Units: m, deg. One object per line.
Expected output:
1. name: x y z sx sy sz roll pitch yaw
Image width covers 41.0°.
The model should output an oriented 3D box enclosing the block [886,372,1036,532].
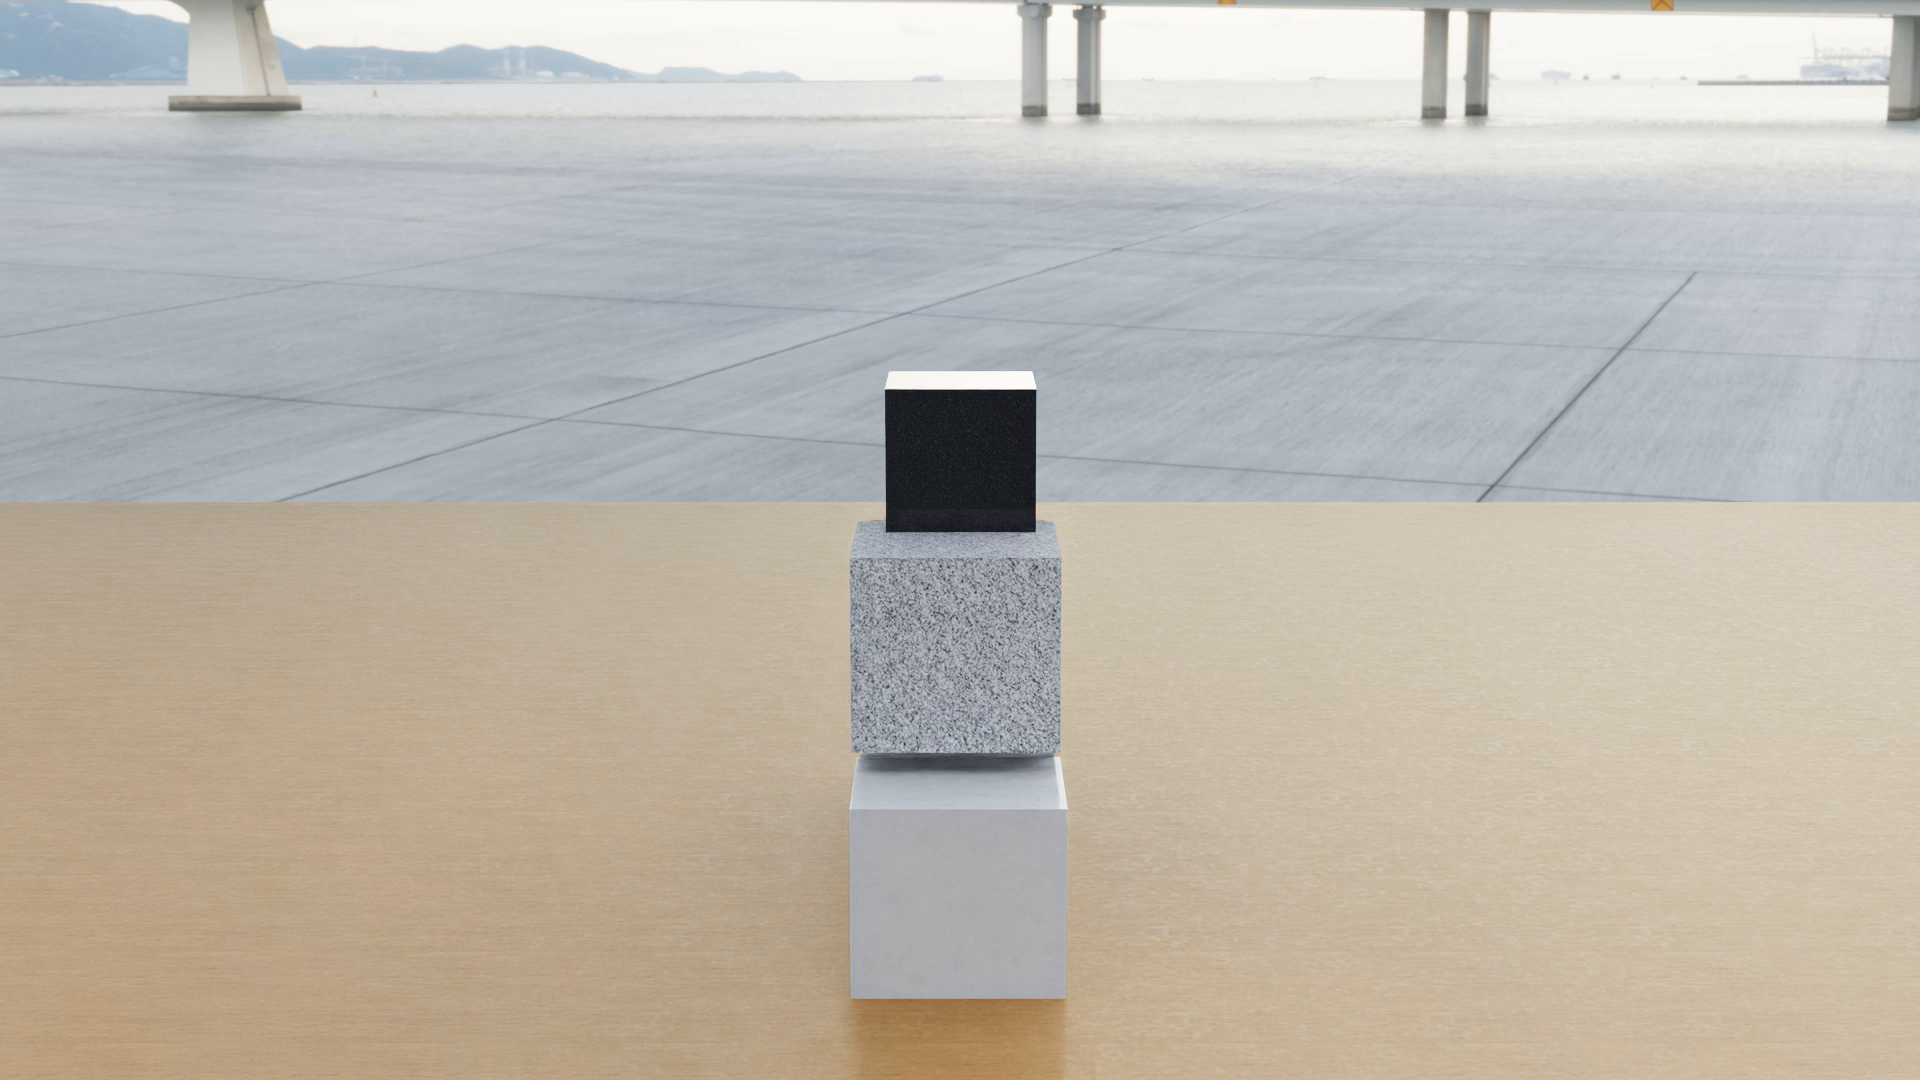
1. block: 0.003 -0.381 10.856 0.619 0.595 0.636 0 10 0

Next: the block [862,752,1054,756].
1. block: -0.010 1.135 10.946 0.790 0.849 0.821 0 10 0

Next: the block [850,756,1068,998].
1. block: -0.006 1.325 10.169 0.829 0.755 0.757 0 10 0

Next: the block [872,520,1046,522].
1. block: -0.008 0.299 11.341 0.789 0.659 0.798 0 9 0

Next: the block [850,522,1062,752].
1. block: -0.017 0.383 10.514 0.829 0.786 0.830 0 10 0
